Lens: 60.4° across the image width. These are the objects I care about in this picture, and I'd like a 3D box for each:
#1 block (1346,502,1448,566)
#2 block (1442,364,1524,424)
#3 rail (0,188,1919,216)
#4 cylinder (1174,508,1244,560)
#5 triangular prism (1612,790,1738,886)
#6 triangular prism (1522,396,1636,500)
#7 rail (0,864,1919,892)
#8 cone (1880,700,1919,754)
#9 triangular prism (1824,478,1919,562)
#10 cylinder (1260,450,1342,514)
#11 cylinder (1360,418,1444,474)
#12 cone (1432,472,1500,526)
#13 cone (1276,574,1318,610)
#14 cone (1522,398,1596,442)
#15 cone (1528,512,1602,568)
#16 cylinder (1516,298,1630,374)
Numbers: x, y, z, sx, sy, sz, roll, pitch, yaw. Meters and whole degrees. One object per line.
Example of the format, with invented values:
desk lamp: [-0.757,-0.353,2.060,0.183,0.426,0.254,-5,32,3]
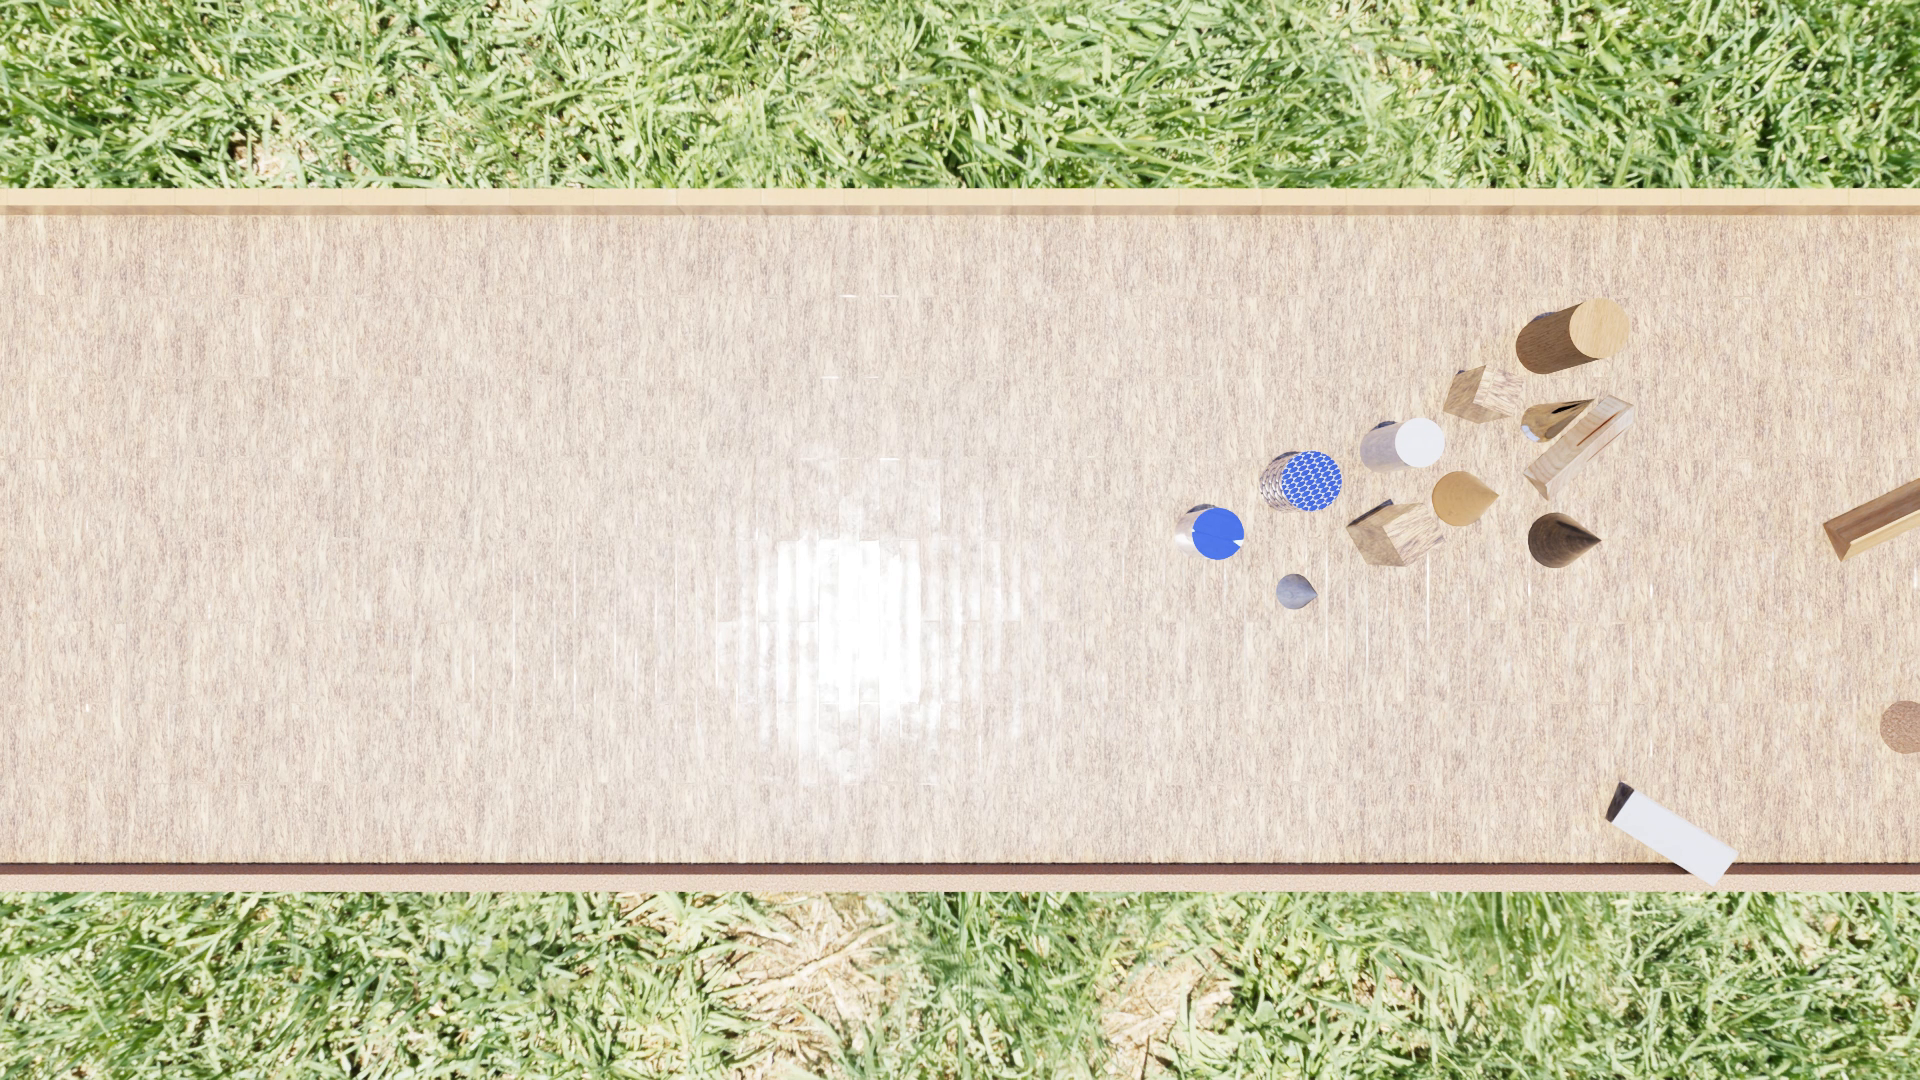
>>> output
block: [1.276,-0.015,4.851,0.132,0.450,0.132,-31,90,0]
block: [1.559,-0.433,4.924,0.118,0.305,0.118,20,90,0]
rail: [-2.247,-1.025,5.002,12.000,0.150,0.050,0,90,0]
cylinder: [0.735,-0.018,4.887,0.149,0.380,0.149,0,90,0]
triangular prism: [2.152,0.867,4.938,0.329,0.122,0.140,33,63,20]
triangular prism: [1.902,-0.283,5.024,0.361,0.100,0.115,-42,90,0]
rail: [-2.247,1.025,5.001,12.000,0.150,0.050,0,90,0]
cone: [2.913,0.576,4.912,0.165,0.329,0.165,0,90,0]
triangular prism: [2.865,-0.077,5.018,0.406,0.111,0.128,-25,90,0]
cylinder: [1.008,-0.169,4.901,0.173,0.351,0.173,0,90,0]
cylinder: [1.299,-0.275,4.868,0.140,0.418,0.140,0,90,0]
cone: [1.538,-0.127,4.888,0.171,0.378,0.171,0,90,0]
cone: [1.028,0.159,4.904,0.112,0.344,0.112,0,90,0]
cone: [1.786,-0.378,4.850,0.121,0.443,0.121,0,85,0]
cone: [1.833,0.001,4.892,0.173,0.368,0.173,0,90,0]
cylinder: [1.795,-0.594,4.852,0.170,0.449,0.170,0,90,0]
